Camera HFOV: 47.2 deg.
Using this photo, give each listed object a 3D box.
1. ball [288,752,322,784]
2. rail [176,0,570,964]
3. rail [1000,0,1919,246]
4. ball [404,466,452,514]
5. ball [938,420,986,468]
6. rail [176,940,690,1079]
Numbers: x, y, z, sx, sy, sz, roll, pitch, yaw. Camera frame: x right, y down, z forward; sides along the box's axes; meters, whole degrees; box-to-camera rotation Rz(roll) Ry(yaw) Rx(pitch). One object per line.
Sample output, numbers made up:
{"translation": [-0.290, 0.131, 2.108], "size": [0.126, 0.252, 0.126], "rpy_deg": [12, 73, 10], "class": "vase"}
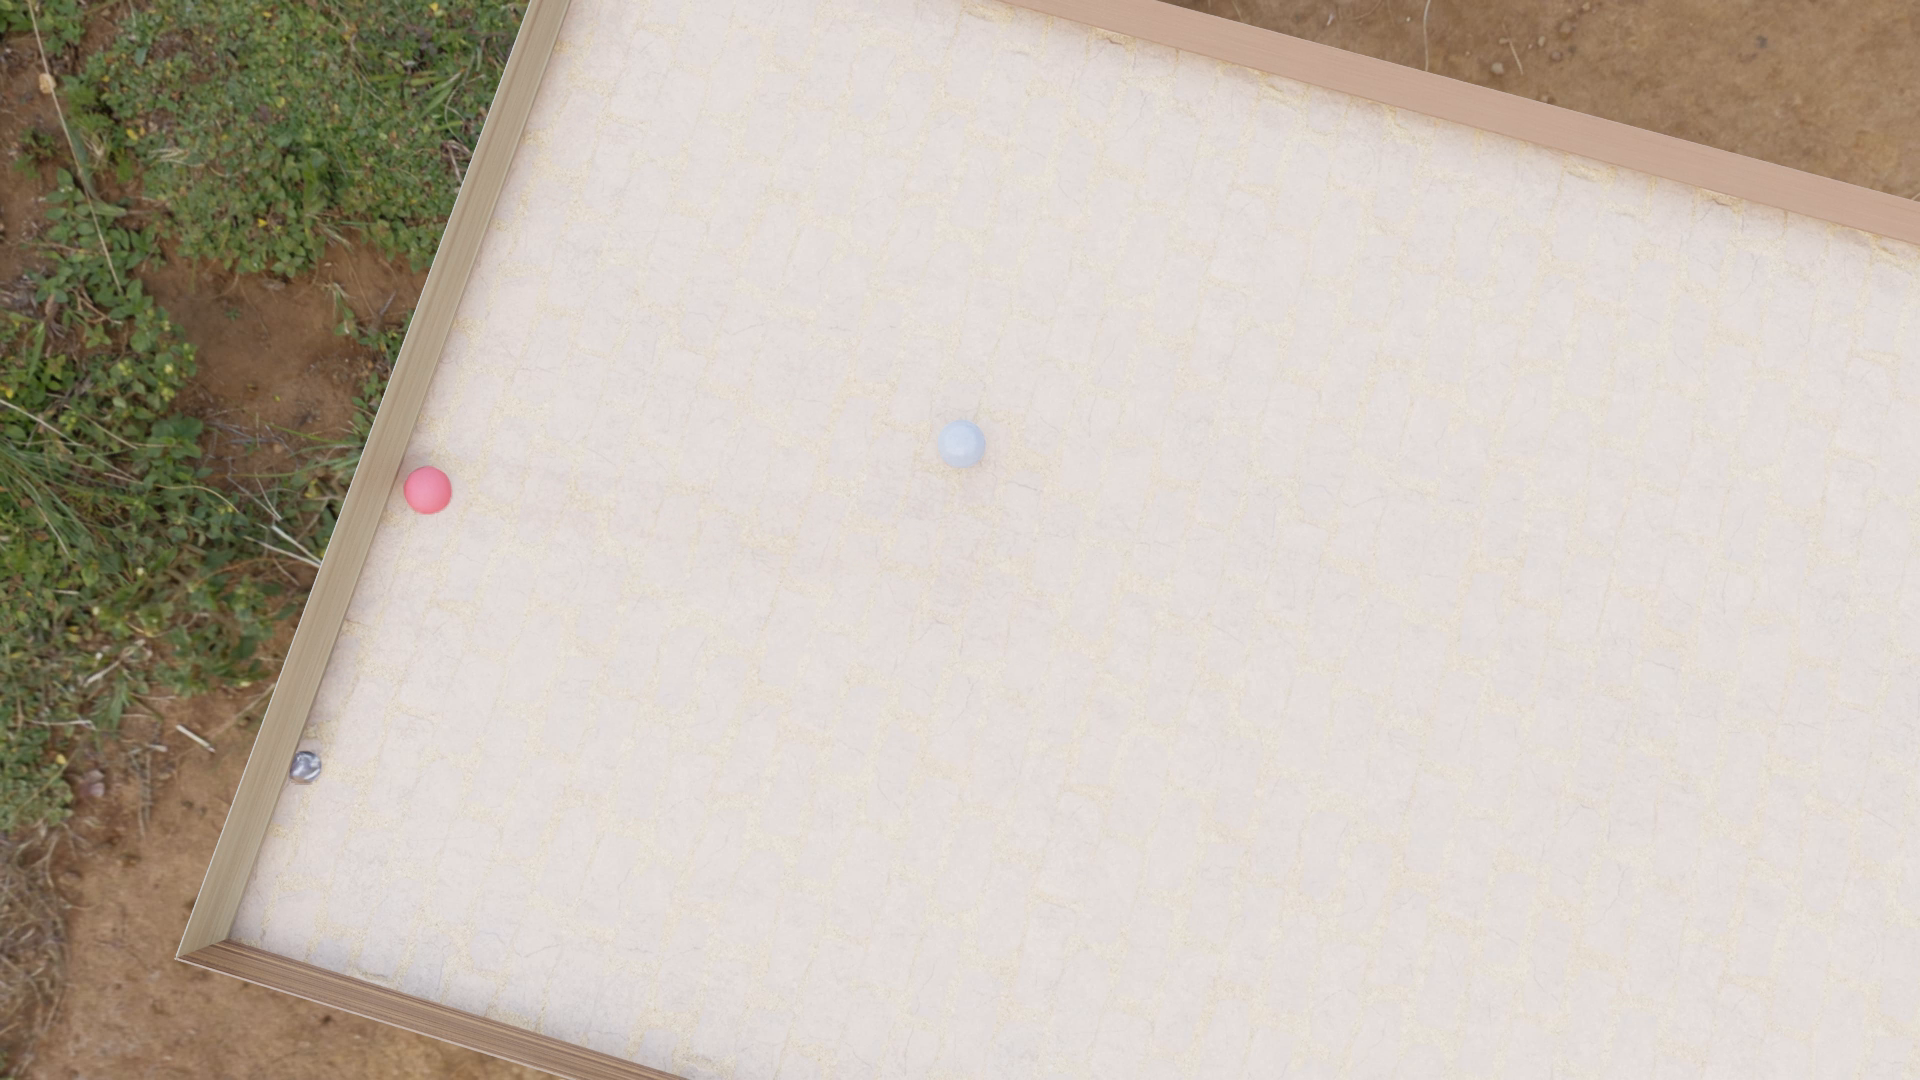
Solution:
{"translation": [-0.971, 0.337, 3.259], "size": [0.049, 0.049, 0.049], "rpy_deg": [0, 76, 0], "class": "ball"}
{"translation": [-0.836, -0.241, 3.375], "size": [0.045, 0.098, 1.831], "rpy_deg": [16, 77, 4], "class": "rail"}
{"translation": [1.108, -0.592, 3.462], "size": [3.576, 0.098, 0.045], "rpy_deg": [16, 77, 4], "class": "rail"}
{"translation": [-0.810, -0.077, 3.349], "size": [0.072, 0.072, 0.072], "rpy_deg": [0, 76, 0], "class": "ball"}
{"translation": [0.003, -0.147, 3.365], "size": [0.075, 0.075, 0.075], "rpy_deg": [0, 76, 0], "class": "ball"}
{"translation": [0.609, 1.070, 3.051], "size": [3.576, 0.098, 0.045], "rpy_deg": [16, 77, 4], "class": "rail"}
